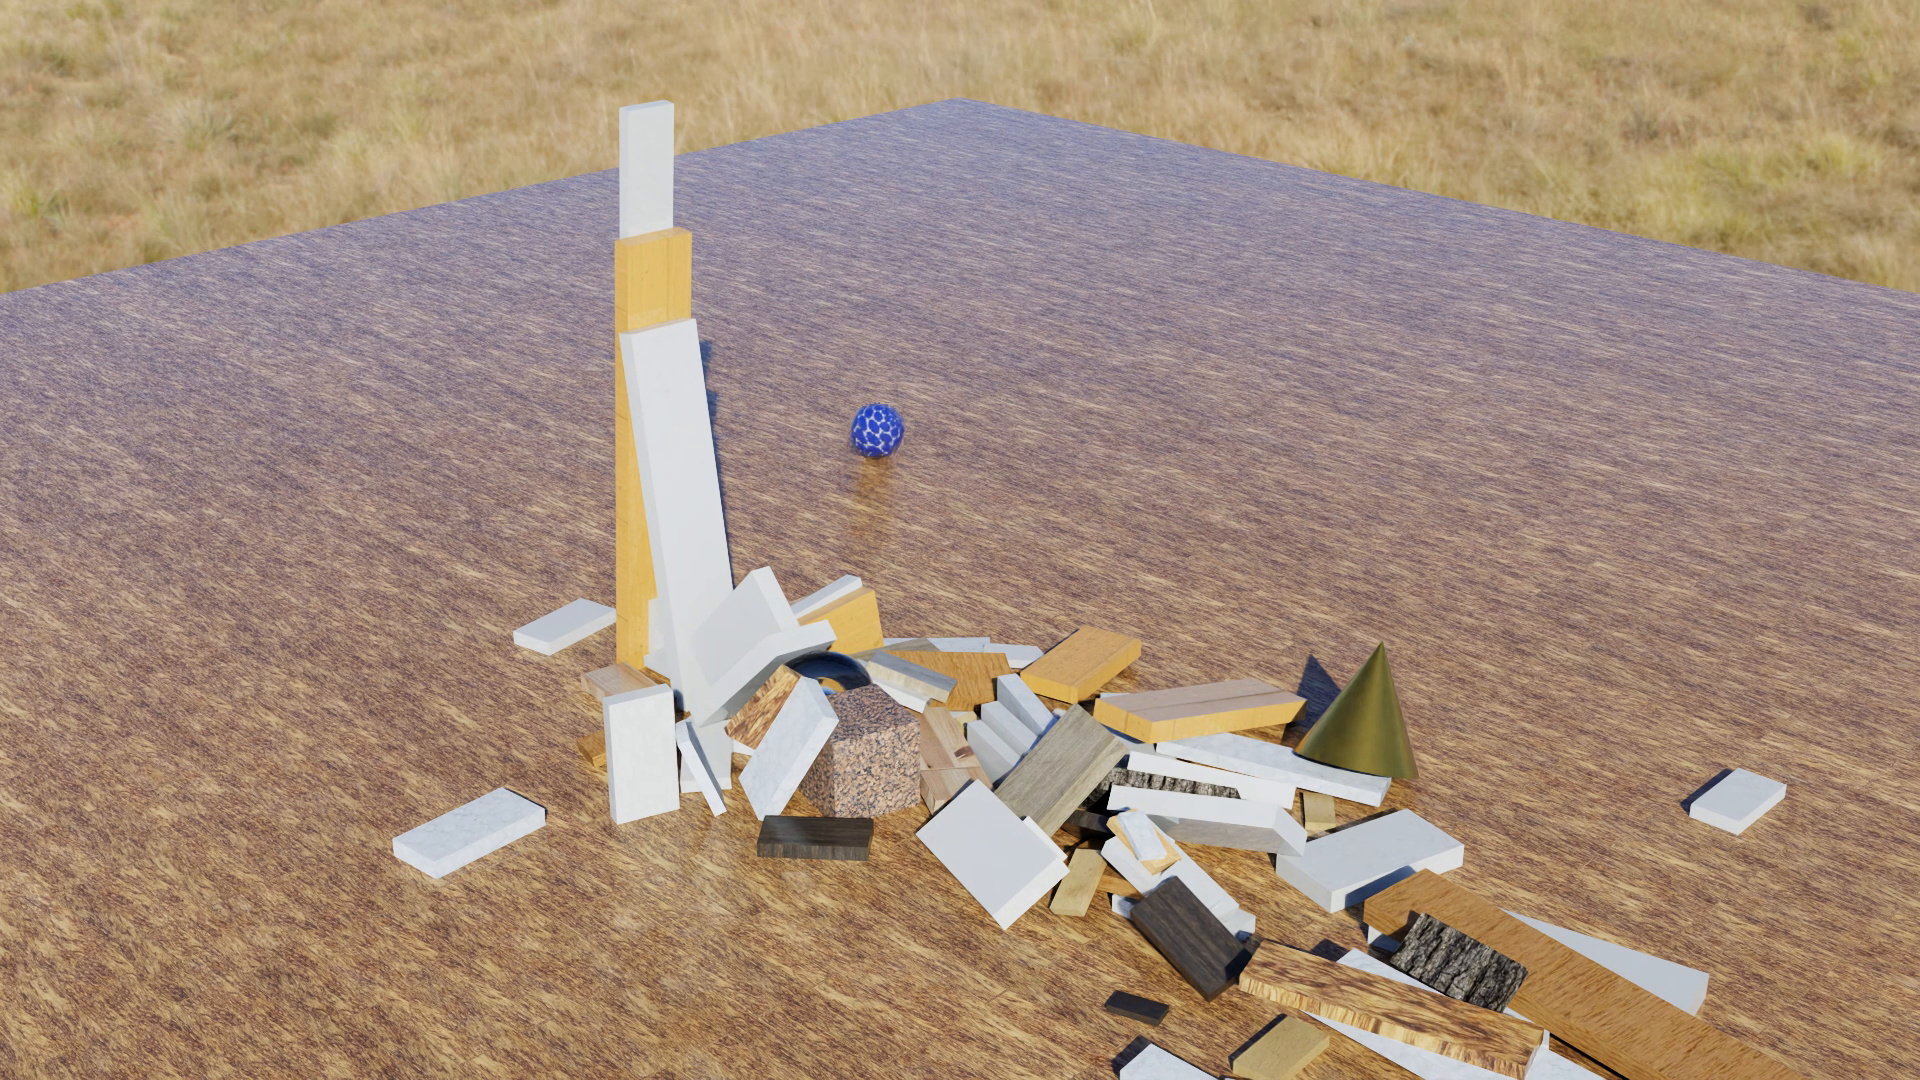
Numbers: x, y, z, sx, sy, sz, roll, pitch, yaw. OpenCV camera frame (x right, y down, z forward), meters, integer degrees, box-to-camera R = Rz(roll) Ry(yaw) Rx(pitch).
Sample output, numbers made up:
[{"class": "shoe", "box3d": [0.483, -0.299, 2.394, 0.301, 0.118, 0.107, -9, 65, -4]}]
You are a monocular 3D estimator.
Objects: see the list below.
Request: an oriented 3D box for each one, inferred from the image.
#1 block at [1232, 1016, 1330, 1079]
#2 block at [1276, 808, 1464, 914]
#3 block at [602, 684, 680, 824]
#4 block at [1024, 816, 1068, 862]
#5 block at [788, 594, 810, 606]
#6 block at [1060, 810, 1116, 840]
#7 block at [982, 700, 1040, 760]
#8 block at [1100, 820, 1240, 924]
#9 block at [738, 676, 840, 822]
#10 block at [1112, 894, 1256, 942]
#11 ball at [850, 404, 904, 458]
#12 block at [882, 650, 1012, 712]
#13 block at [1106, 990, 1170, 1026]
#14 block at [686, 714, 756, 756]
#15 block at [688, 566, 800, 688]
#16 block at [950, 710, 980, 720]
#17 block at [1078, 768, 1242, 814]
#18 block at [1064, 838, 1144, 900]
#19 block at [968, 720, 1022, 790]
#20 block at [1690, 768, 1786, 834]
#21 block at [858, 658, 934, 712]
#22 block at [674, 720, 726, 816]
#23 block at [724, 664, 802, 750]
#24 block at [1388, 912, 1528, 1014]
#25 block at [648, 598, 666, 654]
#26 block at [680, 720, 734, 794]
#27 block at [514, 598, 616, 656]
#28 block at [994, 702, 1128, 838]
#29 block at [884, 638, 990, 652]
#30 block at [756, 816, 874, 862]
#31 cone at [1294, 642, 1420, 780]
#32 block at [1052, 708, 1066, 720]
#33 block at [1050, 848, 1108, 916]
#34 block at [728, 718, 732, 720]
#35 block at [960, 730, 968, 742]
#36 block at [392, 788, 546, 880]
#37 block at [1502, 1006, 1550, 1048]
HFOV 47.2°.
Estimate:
[{"class": "block", "box3d": [0.540, 0.863, 3.697, 0.084, 0.024, 0.167, 18, 29, 37]}, {"class": "block", "box3d": [0.792, 0.617, 4.248, 0.329, 0.047, 0.164, -13, 26, -28]}, {"class": "block", "box3d": [-0.638, 0.429, 4.406, 0.134, 0.268, 0.038, -12, 26, -26]}, {"class": "block", "box3d": [0.162, 0.570, 4.179, 0.106, 0.015, 0.053, 45, -6, 10]}, {"class": "block", "box3d": [-0.387, 0.234, 4.991, 0.047, 0.167, 0.334, 13, 26, 43]}, {"class": "block", "box3d": [0.286, 0.564, 4.257, 0.218, 0.031, 0.109, 8, -22, 44]}, {"class": "block", "box3d": [0.122, 0.451, 4.523, 0.039, 0.136, 0.273, -11, 25, -24]}, {"class": "block", "box3d": [0.386, 0.624, 4.049, 0.120, 0.034, 0.240, -20, 51, -40]}, {"class": "block", "box3d": [-0.345, 0.421, 4.414, 0.038, 0.268, 0.134, 18, 24, -35]}, {"class": "block", "box3d": [0.414, 0.693, 4.083, 0.240, 0.034, 0.120, 19, 30, 38]}, {"class": "ball", "box3d": [-0.239, -0.311, 6.296, 0.154, 0.154, 0.154, 0, 23, 0]}, {"class": "block", "box3d": [-0.029, 0.309, 4.813, 0.293, 0.042, 0.147, 2, 38, -17]}, {"class": "block", "box3d": [0.309, 0.815, 3.823, 0.097, 0.014, 0.049, 11, 26, 25]}, {"class": "block", "box3d": [-0.496, 0.415, 4.746, 0.206, 0.029, 0.103, 9, 25, 21]}, {"class": "block", "box3d": [-0.461, 0.208, 4.697, 0.047, 0.330, 0.165, -16, 71, -40]}, {"class": "block", "box3d": [-0.083, 0.413, 4.738, 0.136, 0.039, 0.273, 13, 26, 27]}, {"class": "block", "box3d": [0.387, 0.511, 4.355, 0.343, 0.171, 0.049, 8, 69, 18]}, {"class": "block", "box3d": [0.305, 0.625, 4.173, 0.240, 0.034, 0.120, 7, 22, 44]}, {"class": "block", "box3d": [0.077, 0.466, 4.522, 0.031, 0.109, 0.218, -11, 25, -24]}, {"class": "block", "box3d": [1.583, 0.530, 4.473, 0.104, 0.030, 0.209, 21, 30, 40]}, {"class": "block", "box3d": [-0.149, 0.310, 4.685, 0.185, 0.026, 0.092, 22, 16, 9]}, {"class": "block", "box3d": [-0.526, 0.461, 4.446, 0.026, 0.183, 0.091, -24, 26, -2]}, {"class": "block", "box3d": [-0.382, 0.341, 4.443, 0.091, 0.183, 0.026, 33, 15, -39]}, {"class": "block", "box3d": [0.859, 0.737, 3.794, 0.217, 0.031, 0.108, 25, 72, 46]}, {"class": "block", "box3d": [-0.673, 0.206, 5.053, 0.085, 0.171, 0.024, -20, 36, -39]}, {"class": "block", "box3d": [-0.530, 0.453, 4.614, 0.103, 0.029, 0.206, -5, 31, -2]}, {"class": "block", "box3d": [-0.939, 0.205, 5.236, 0.114, 0.032, 0.229, 15, 27, 31]}, {"class": "block", "box3d": [0.168, 0.484, 4.294, 0.328, 0.046, 0.164, -48, 34, -2]}, {"class": "block", "box3d": [-0.082, 0.277, 5.052, 0.305, 0.043, 0.153, 0, 23, -1]}, {"class": "block", "box3d": [-0.284, 0.588, 4.336, 0.218, 0.031, 0.109, 2, 23, 4]}, {"class": "cone", "box3d": [0.844, 0.334, 4.534, 0.261, 0.261, 0.261, 11, 3, -1]}, {"class": "block", "box3d": [0.202, 0.410, 4.768, 0.072, 0.020, 0.143, 15, 28, 31]}, {"class": "block", "box3d": [0.225, 0.642, 4.123, 0.068, 0.019, 0.136, -2, 46, 38]}, {"class": "block", "box3d": [-0.426, 0.382, 4.760, 0.070, 0.020, 0.139, 19, 29, 37]}, {"class": "block", "box3d": [0.026, 0.421, 4.698, 0.050, 0.014, 0.101, -21, 55, -41]}, {"class": "block", "box3d": [-0.969, 0.577, 4.351, 0.134, 0.038, 0.268, 18, 29, 37]}, {"class": "block", "box3d": [0.853, 0.818, 3.777, 0.307, 0.043, 0.153, 6, 24, 14]}]
